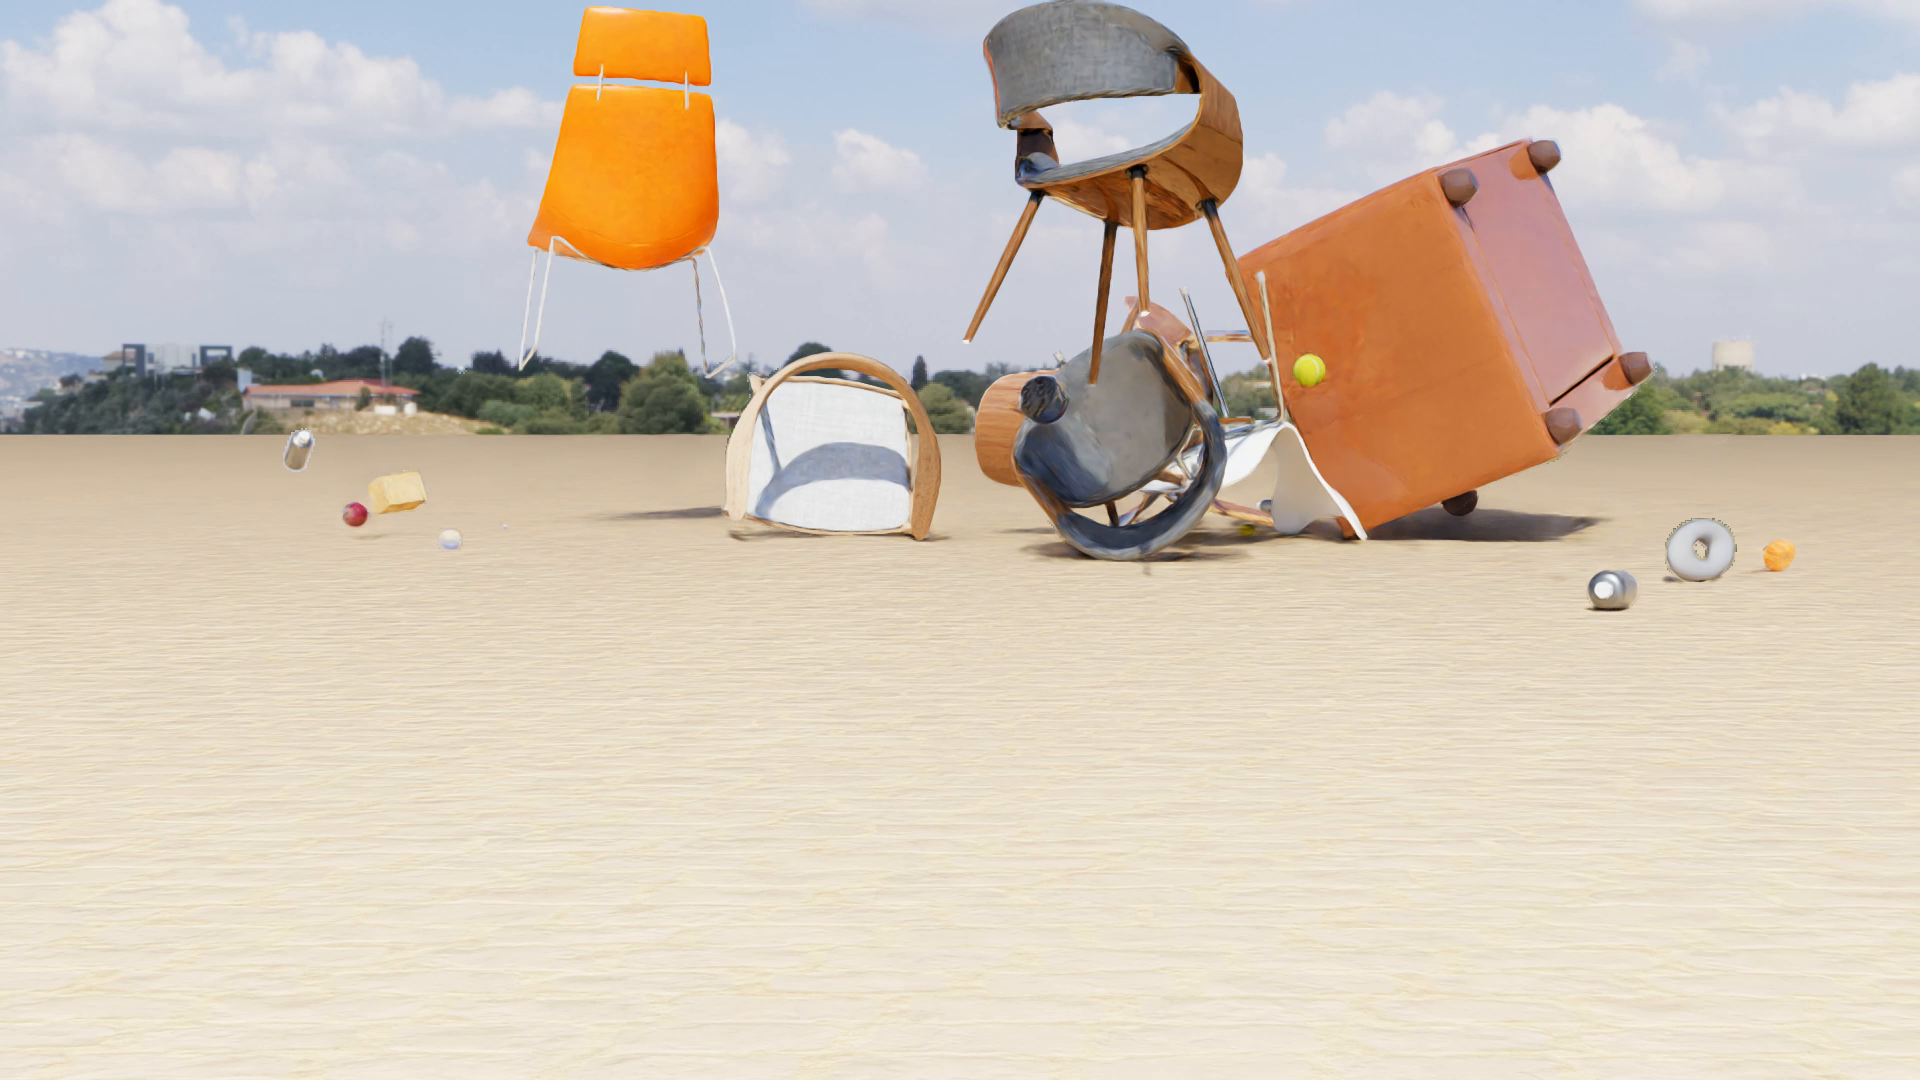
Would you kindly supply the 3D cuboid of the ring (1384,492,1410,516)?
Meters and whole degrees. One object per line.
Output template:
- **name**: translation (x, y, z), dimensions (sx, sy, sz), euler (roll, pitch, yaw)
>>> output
- **ring**: translation (1.551, -0.126, 7.804), dimensions (0.026, 0.102, 0.137), euler (-46, -19, 30)

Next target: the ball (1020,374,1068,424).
- **ball**: translation (0.223, -0.373, 5.840), dimensions (0.131, 0.131, 0.131), euler (0, 4, 0)

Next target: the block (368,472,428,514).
- **block**: translation (-1.720, -0.144, 6.725), dimensions (0.134, 0.093, 0.088), euler (-12, -11, -45)

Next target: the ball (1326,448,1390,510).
- **ball**: translation (1.468, -0.225, 8.117), dimensions (0.234, 0.234, 0.234), euler (0, 4, 0)

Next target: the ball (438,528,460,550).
- **ball**: translation (-1.420, -0.001, 6.119), dimensions (0.060, 0.060, 0.060), euler (0, 4, 0)

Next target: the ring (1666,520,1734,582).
- **ring**: translation (1.735, 0.025, 5.152), dimensions (0.259, 0.142, 0.048), euler (-18, -8, -40)
